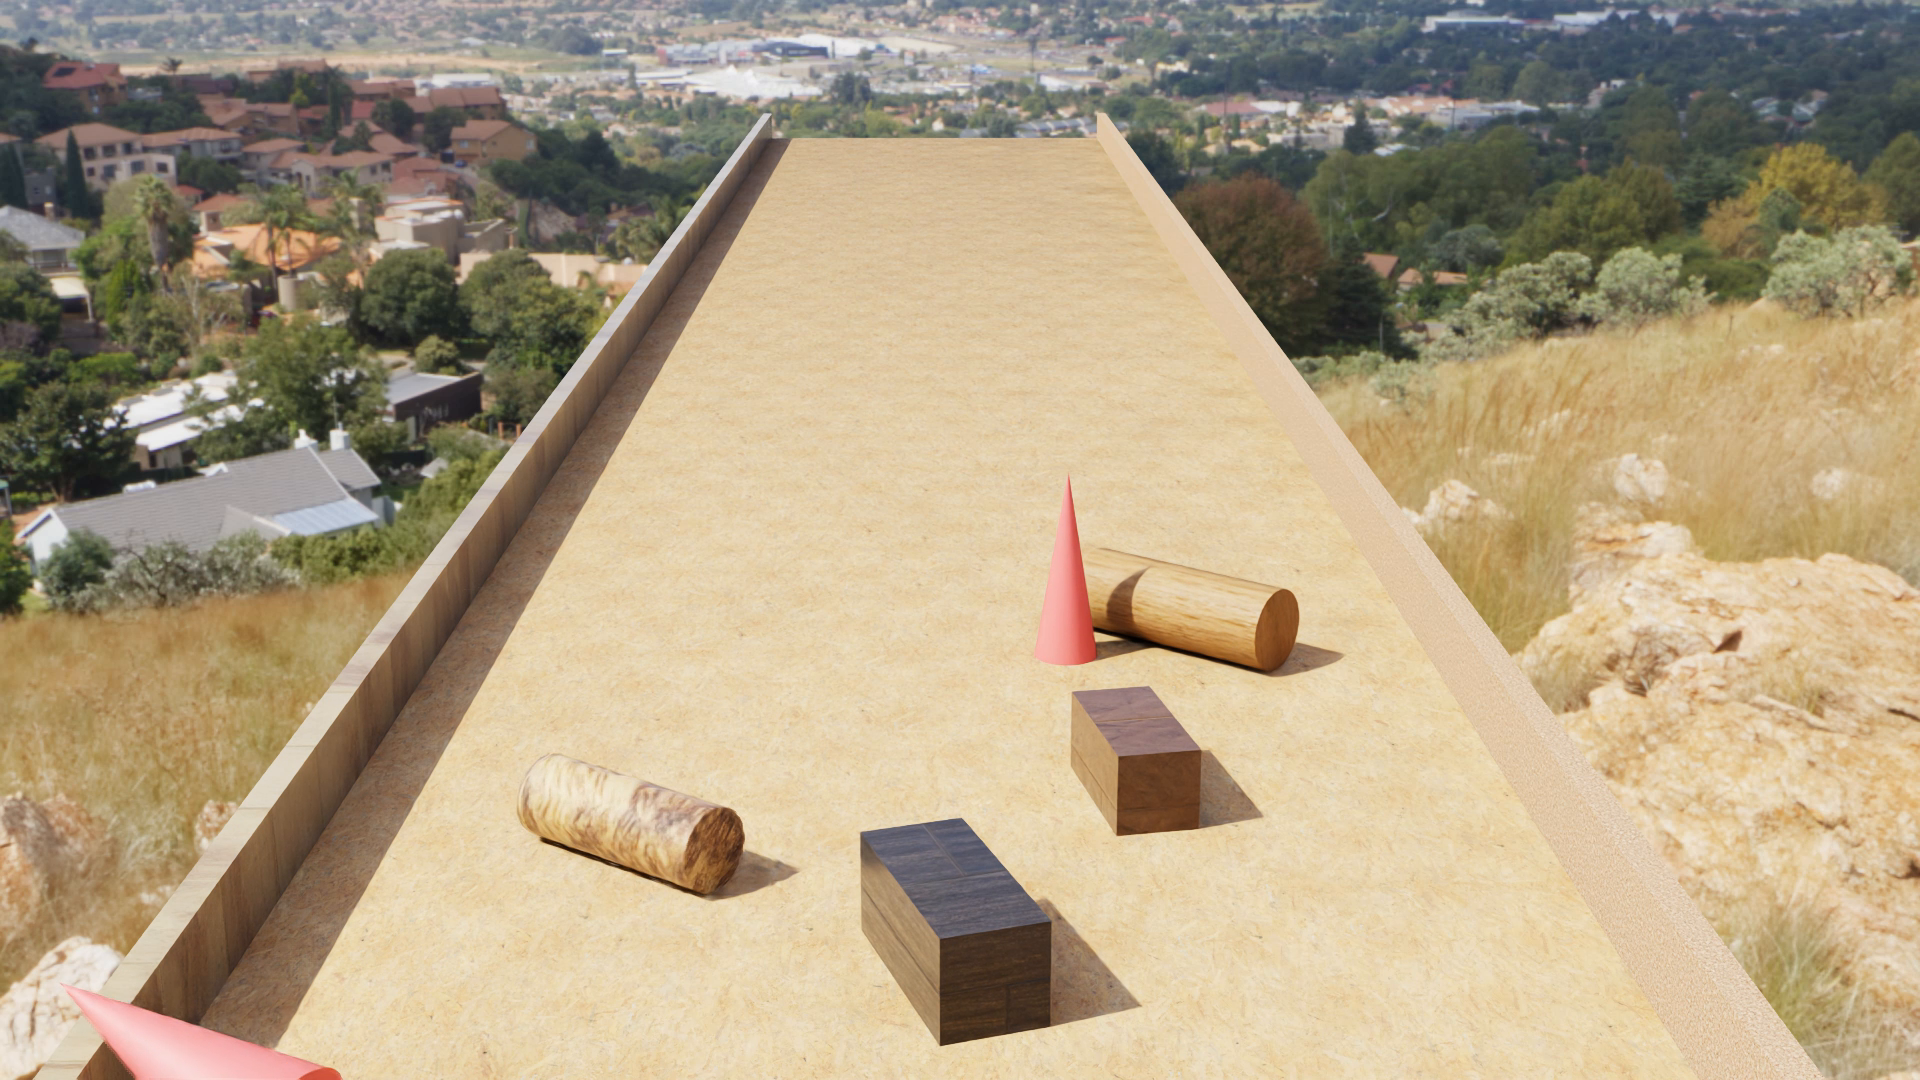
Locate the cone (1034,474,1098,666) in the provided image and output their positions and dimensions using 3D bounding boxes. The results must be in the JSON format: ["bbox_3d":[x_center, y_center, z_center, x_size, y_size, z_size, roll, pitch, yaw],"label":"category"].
[{"bbox_3d":[0.214,0.048,4.392,0.128,0.384,0.128,0,17,0],"label":"cone"}]

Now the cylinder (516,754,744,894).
[{"bbox_3d":[-0.525,0.446,3.488,0.367,0.136,0.136,12,20,35],"label":"cylinder"}]

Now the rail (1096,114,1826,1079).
[{"bbox_3d":[0.932,-0.844,7.801,0.050,0.150,12.000,0,17,-1],"label":"rail"}]

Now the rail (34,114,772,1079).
[{"bbox_3d":[-1.118,-0.838,7.780,0.050,0.150,12.000,0,17,-1],"label":"rail"}]

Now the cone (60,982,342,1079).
[{"bbox_3d":[-0.946,0.621,2.639,0.381,0.180,0.180,26,25,20],"label":"cone"}]

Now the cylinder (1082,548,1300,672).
[{"bbox_3d":[0.455,0.138,4.471,0.442,0.166,0.166,13,21,38],"label":"cylinder"}]

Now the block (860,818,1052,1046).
[{"bbox_3d":[-0.012,0.546,3.112,0.159,0.159,0.363,-6,17,-18],"label":"block"}]

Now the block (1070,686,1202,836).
[{"bbox_3d":[0.294,0.371,3.733,0.141,0.141,0.305,-3,17,-11],"label":"block"}]
